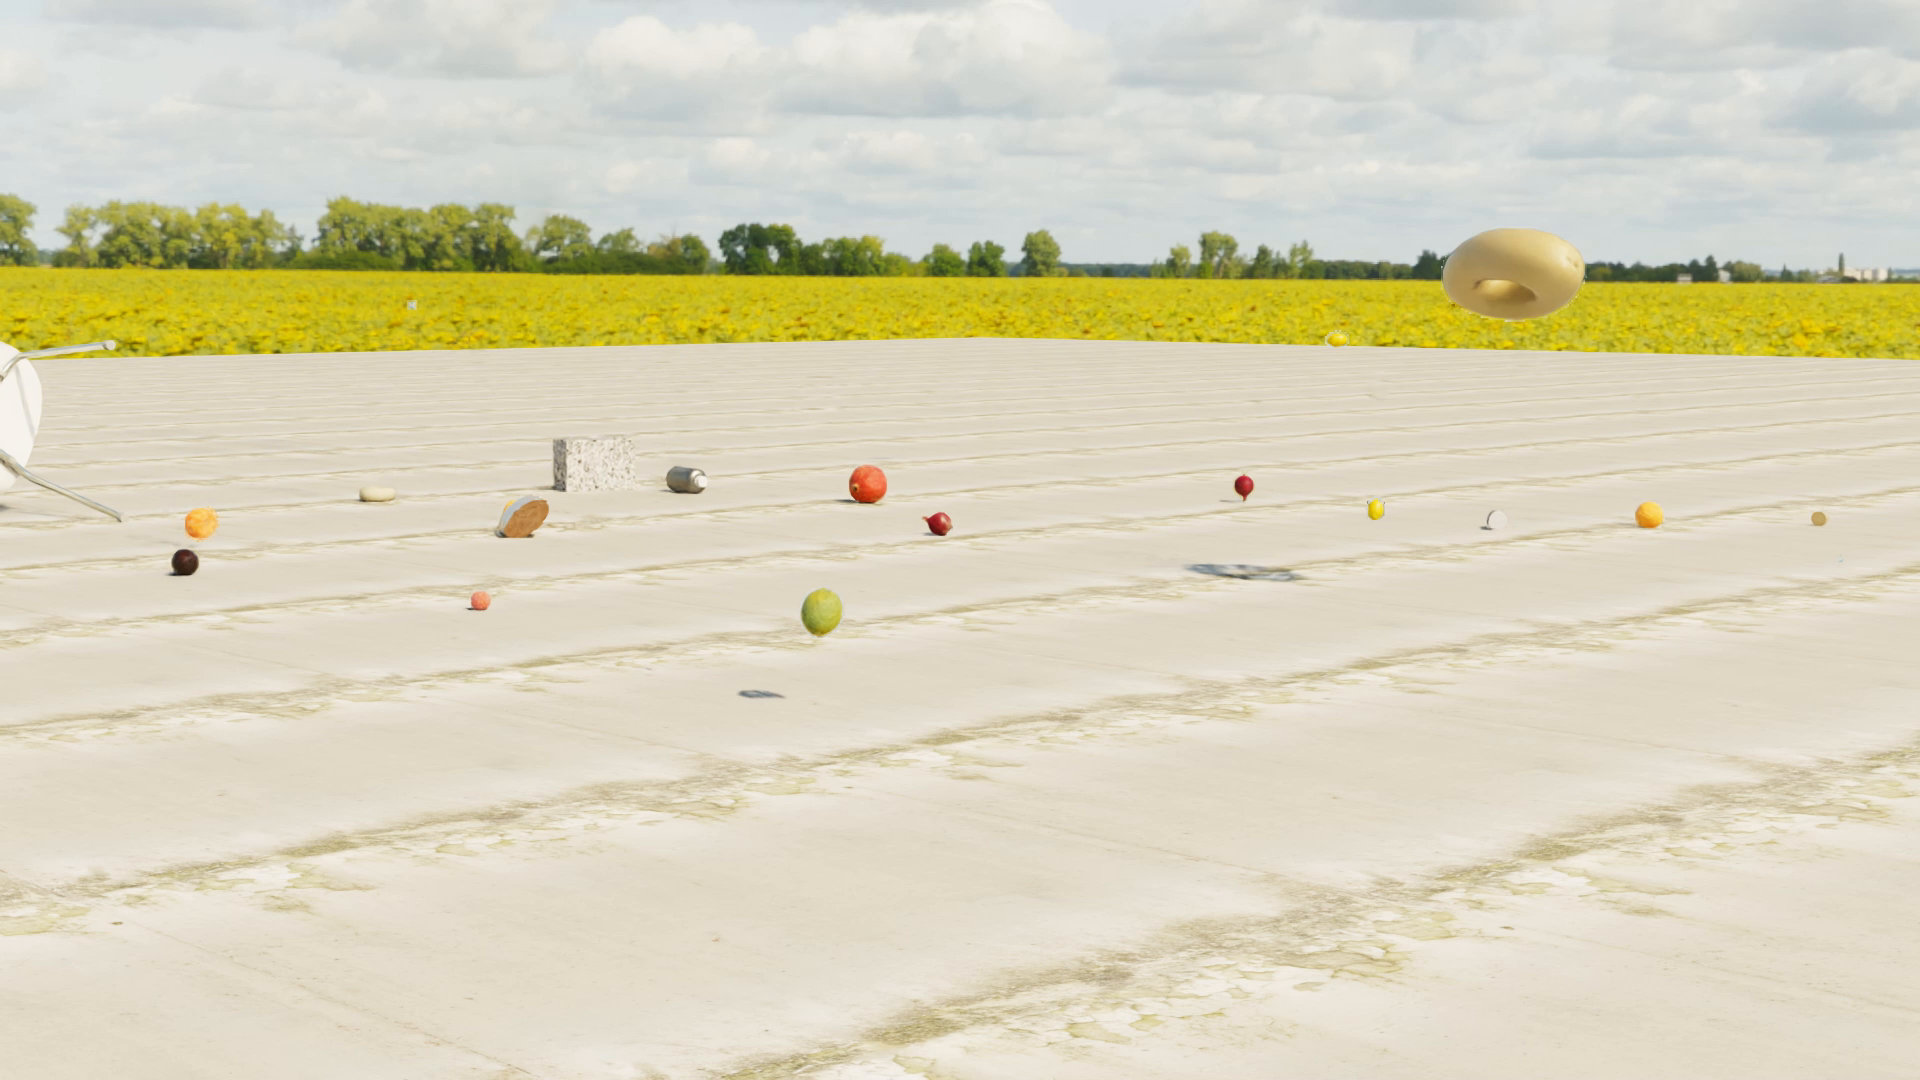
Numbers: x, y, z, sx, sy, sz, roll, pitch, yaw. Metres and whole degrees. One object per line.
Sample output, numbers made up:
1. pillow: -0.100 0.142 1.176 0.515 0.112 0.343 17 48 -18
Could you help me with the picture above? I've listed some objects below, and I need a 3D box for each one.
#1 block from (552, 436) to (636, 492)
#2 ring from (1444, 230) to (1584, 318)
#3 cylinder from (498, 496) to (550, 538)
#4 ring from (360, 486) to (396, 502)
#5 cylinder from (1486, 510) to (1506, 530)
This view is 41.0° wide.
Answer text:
1. block: -1.128 -0.234 7.905 0.221 0.158 0.117 -3 7 -29
2. ring: 1.102 -0.531 5.120 0.207 0.114 0.380 33 -14 -20
3. cylinder: -1.108 -0.059 6.511 0.131 0.069 0.133 -41 16 -10
4. ring: -1.710 -0.135 7.531 0.103 0.040 0.116 3 6 17
5. cylinder: 1.398 -0.052 6.680 0.045 0.049 0.046 25 7 1
